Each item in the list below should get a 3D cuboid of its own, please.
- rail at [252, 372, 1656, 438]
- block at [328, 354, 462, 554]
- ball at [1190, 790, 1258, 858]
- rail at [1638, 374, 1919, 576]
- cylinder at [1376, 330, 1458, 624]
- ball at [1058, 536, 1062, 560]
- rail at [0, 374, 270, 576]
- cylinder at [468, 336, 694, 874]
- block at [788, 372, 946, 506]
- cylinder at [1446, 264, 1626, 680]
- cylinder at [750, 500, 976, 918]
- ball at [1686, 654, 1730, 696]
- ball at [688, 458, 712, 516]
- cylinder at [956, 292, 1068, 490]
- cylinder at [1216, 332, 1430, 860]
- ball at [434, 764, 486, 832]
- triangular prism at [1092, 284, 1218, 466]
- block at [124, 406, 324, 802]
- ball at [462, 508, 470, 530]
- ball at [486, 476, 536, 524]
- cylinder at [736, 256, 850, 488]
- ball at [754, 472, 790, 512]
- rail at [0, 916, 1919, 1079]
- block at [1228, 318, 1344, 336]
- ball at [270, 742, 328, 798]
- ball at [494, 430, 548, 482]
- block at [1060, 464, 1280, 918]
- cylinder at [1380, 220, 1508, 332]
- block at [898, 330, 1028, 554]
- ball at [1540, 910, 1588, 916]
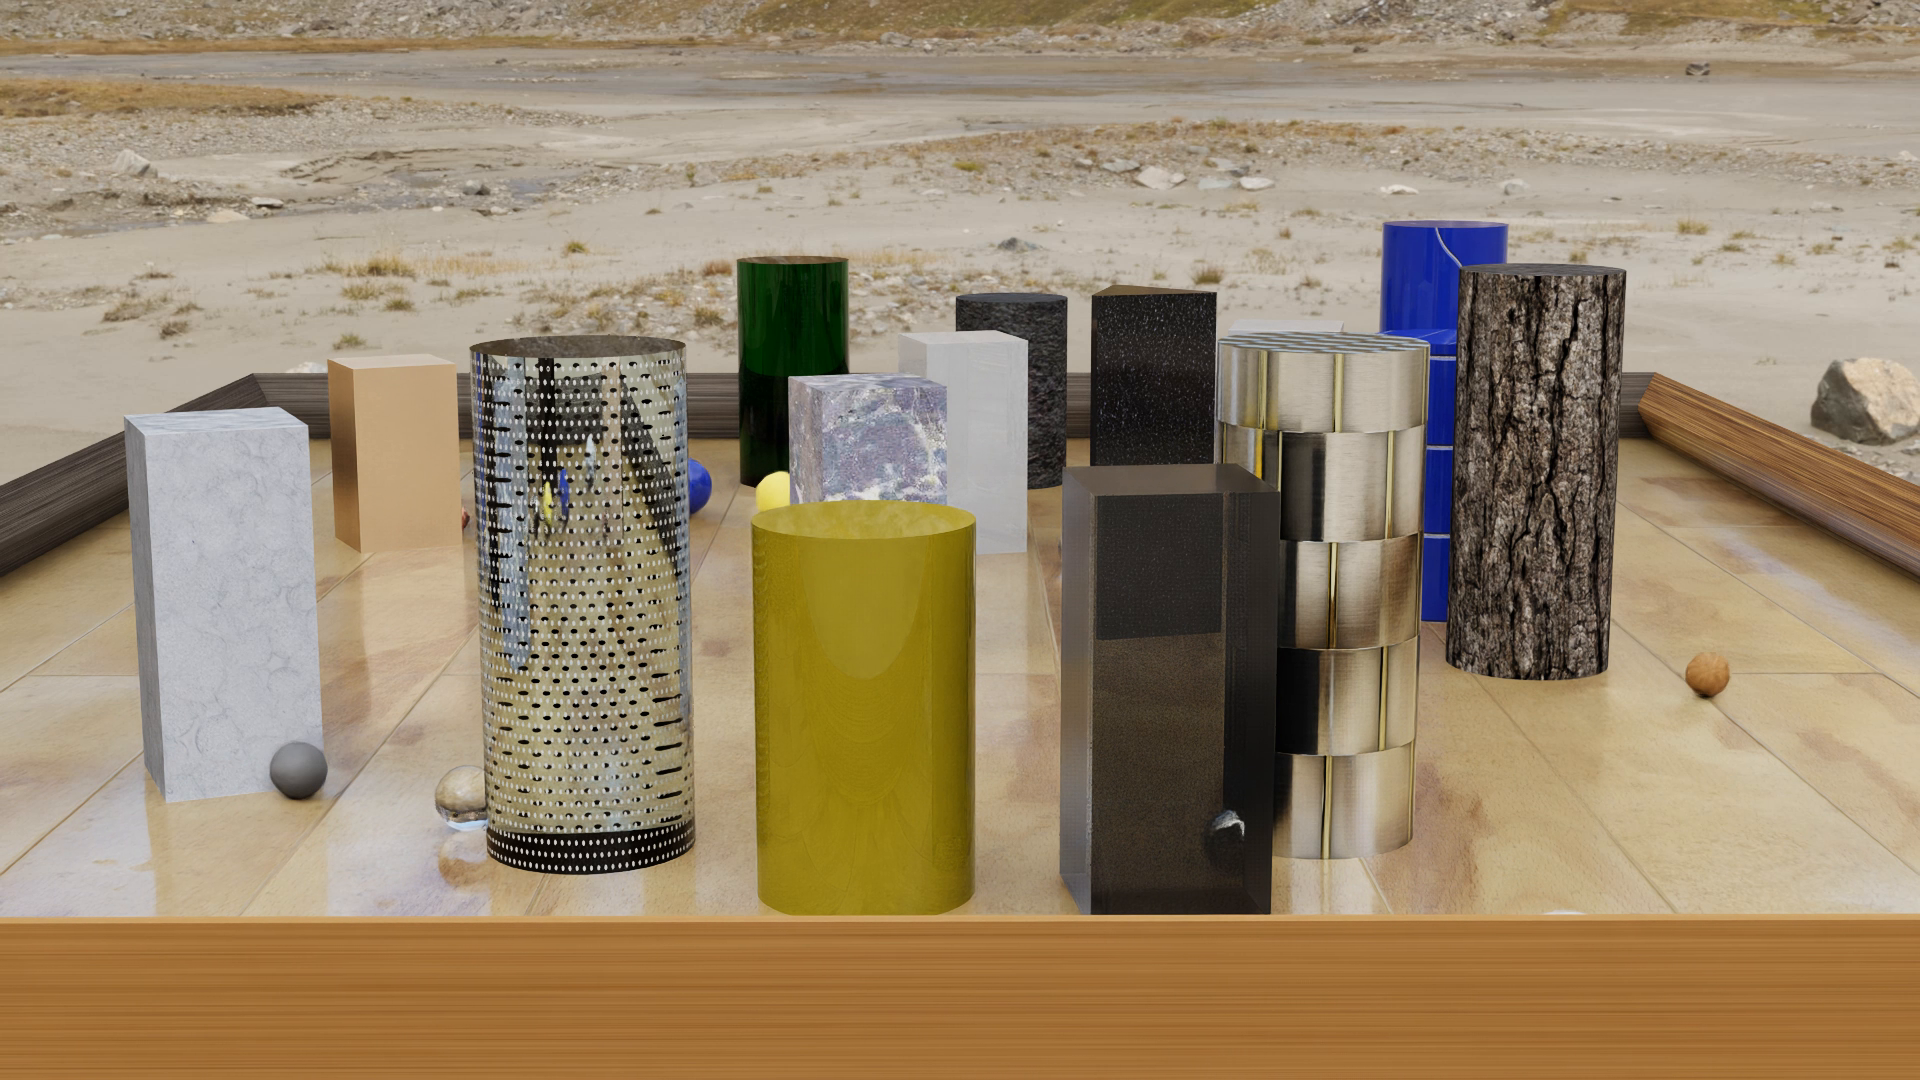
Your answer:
[{"bbox_3d":[-0.009,-0.262,5.038,2.765,0.128,0.045,0,10,0],"label":"rail"},{"bbox_3d":[-0.870,-0.136,3.950,0.157,0.279,0.157,-5,12,-27],"label":"block"},{"bbox_3d":[0.246,0.264,2.384,0.063,0.063,0.063,0,10,0],"label":"ball"},{"bbox_3d":[1.359,0.031,3.457,0.045,0.128,3.279,0,10,0],"label":"rail"},{"bbox_3d":[0.647,-0.090,3.452,0.196,0.369,0.196,0,10,0],"label":"cylinder"},{"bbox_3d":[0.173,0.012,3.752,0.061,0.061,0.061,0,10,0],"label":"ball"},{"bbox_3d":[-1.359,0.034,3.441,0.045,0.128,3.279,0,10,0],"label":"rail"},{"bbox_3d":[-0.349,0.055,2.390,0.196,0.472,0.196,0,10,0],"label":"cylinder"},{"bbox_3d":[-0.116,-0.028,3.201,0.157,0.340,0.157,-4,11,-18],"label":"block"},{"bbox_3d":[0.699,-0.087,3.125,0.196,0.484,0.196,0,10,0],"label":"cylinder"},{"bbox_3d":[-0.084,0.147,2.268,0.196,0.336,0.196,0,10,0],"label":"cylinder"},{"bbox_3d":[0.873,0.158,2.995,0.050,0.050,0.050,0,10,0],"label":"ball"},{"bbox_3d":[-0.453,-0.088,4.189,0.097,0.097,0.097,0,10,0],"label":"ball"},{"bbox_3d":[0.090,-0.264,4.515,0.196,0.325,0.196,0,10,0],"label":"cylinder"},{"bbox_3d":[0.339,0.047,2.435,0.196,0.471,0.196,0,10,0],"label":"cylinder"},{"bbox_3d":[-0.473,0.248,2.468,0.064,0.064,0.064,0,10,0],"label":"ball"},{"bbox_3d":[0.231,-0.114,3.398,0.170,0.437,0.147,-3,11,-16],"label":"triangular prism"},{"bbox_3d":[-0.755,0.061,2.633,0.157,0.371,0.157,-5,12,-25],"label":"block"},{"bbox_3d":[-0.796,-0.034,4.045,0.043,0.043,0.043,0,10,0],"label":"ball"},{"bbox_3d":[-0.720,-0.065,4.116,0.078,0.078,0.078,0,10,0],"label":"ball"},{"bbox_3d":[-0.292,-0.297,4.513,0.196,0.391,0.196,0,10,0],"label":"cylinder"},{"bbox_3d":[-0.288,-0.067,4.117,0.083,0.083,0.083,0,10,0],"label":"ball"},{"bbox_3d":[0.009,0.327,1.860,2.765,0.128,0.045,0,10,0],"label":"rail"},{"bbox_3d":[0.474,-0.137,3.749,0.157,0.355,0.157,2,11,10],"label":"block"},{"bbox_3d":[-0.665,0.231,2.581,0.056,0.056,0.056,0,10,0],"label":"ball"},{"bbox_3d":[-0.775,-0.148,4.531,0.091,0.091,0.091,0,10,0],"label":"ball"},{"bbox_3d":[0.179,0.132,2.238,0.157,0.376,0.157,-1,11,-7],"label":"block"},{"bbox_3d":[0.766,-0.264,4.092,0.196,0.478,0.196,0,10,0],"label":"cylinder"},{"bbox_3d":[0.003,-0.149,3.907,0.157,0.321,0.157,-3,11,-17],"label":"block"},{"bbox_3d":[0.470,0.328,1.990,0.081,0.081,0.081,0,10,0],"label":"ball"}]
